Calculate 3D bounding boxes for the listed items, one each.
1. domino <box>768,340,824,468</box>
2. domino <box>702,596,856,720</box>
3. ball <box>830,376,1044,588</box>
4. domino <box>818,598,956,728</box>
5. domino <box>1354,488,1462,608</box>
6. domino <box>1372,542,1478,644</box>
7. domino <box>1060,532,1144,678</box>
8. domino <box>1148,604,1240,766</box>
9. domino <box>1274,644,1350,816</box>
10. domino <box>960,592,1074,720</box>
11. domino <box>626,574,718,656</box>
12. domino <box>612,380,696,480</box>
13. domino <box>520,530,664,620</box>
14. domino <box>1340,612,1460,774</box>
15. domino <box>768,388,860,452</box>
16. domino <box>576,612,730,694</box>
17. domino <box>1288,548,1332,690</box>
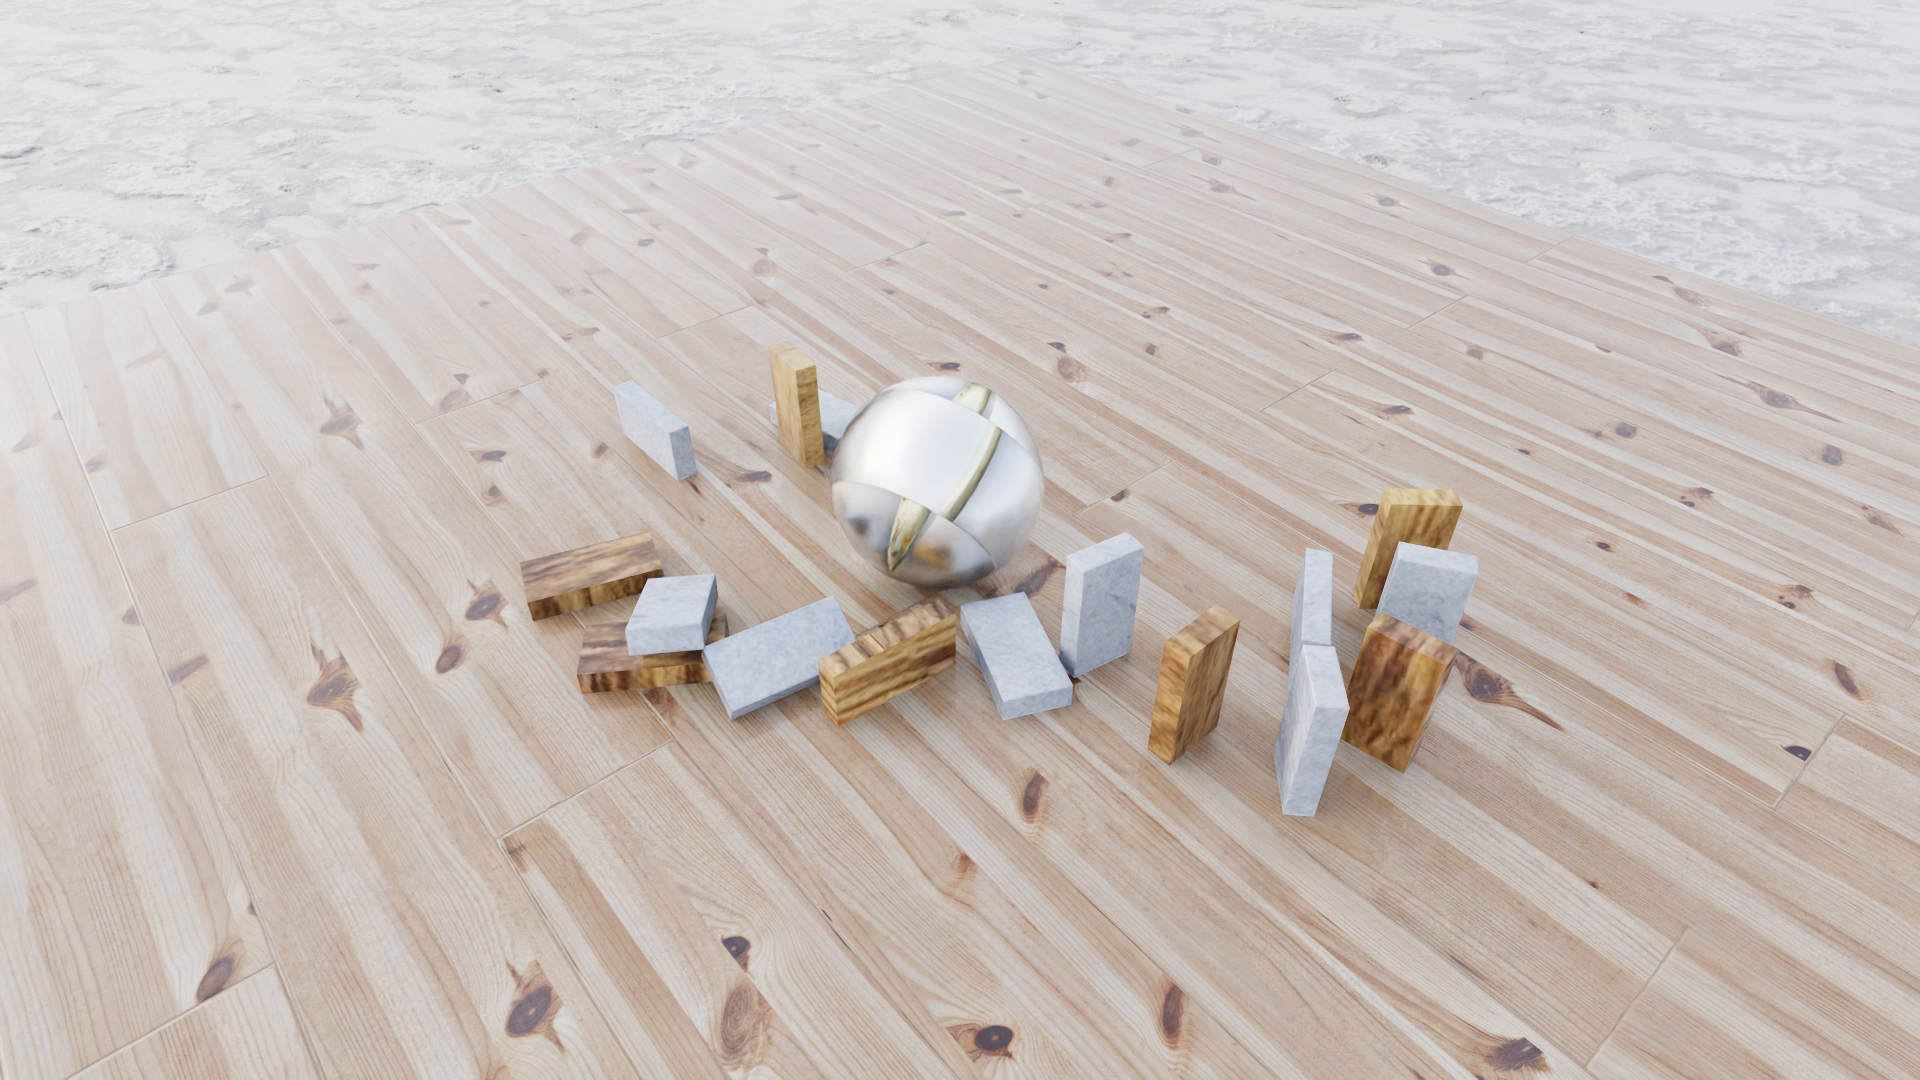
[{"bbox_3d":[-0.072,-0.059,0.484,0.010,0.050,0.025,-23,45,-26],"label":"domino"},{"bbox_3d":[-0.062,0.041,0.385,0.050,0.010,0.025,-22,72,-24],"label":"domino"},{"bbox_3d":[-0.009,-0.022,0.414,0.080,0.080,0.080,0,39,0],"label":"ball"},{"bbox_3d":[-0.024,0.042,0.380,0.050,0.025,0.009,-26,46,-28],"label":"domino"},{"bbox_3d":[0.165,0.004,0.407,0.025,0.050,0.009,1,39,2],"label":"domino"},{"bbox_3d":[0.159,0.025,0.381,0.025,0.050,0.010,12,41,14],"label":"domino"},{"bbox_3d":[0.049,0.023,0.383,0.025,0.050,0.009,-21,44,-24],"label":"domino"},{"bbox_3d":[0.075,0.047,0.354,0.025,0.050,0.010,-30,48,-31],"label":"domino"},{"bbox_3d":[0.108,0.059,0.339,0.009,0.050,0.025,3,39,4],"label":"domino"},{"bbox_3d":[0.019,0.040,0.394,0.025,0.010,0.050,-11,41,-13],"label":"domino"},{"bbox_3d":[-0.102,0.026,0.393,0.025,0.009,0.050,-5,18,-5],"label":"domino"},{"bbox_3d":[-0.137,-0.049,0.492,0.009,0.025,0.050,-29,47,-31],"label":"domino"},{"bbox_3d":[-0.142,0.013,0.427,0.050,0.010,0.025,-15,42,-18],"label":"domino"},{"bbox_3d":[0.138,0.049,0.351,0.025,0.050,0.010,30,48,31],"label":"domino"},{"bbox_3d":[-0.062,-0.056,0.511,0.050,0.010,0.025,27,46,29],"label":"domino"},{"bbox_3d":[-0.109,0.040,0.394,0.050,0.009,0.025,-5,40,-6],"label":"domino"},{"bbox_3d":[0.126,0.029,0.396,0.010,0.025,0.050,10,40,12],"label":"domino"}]
